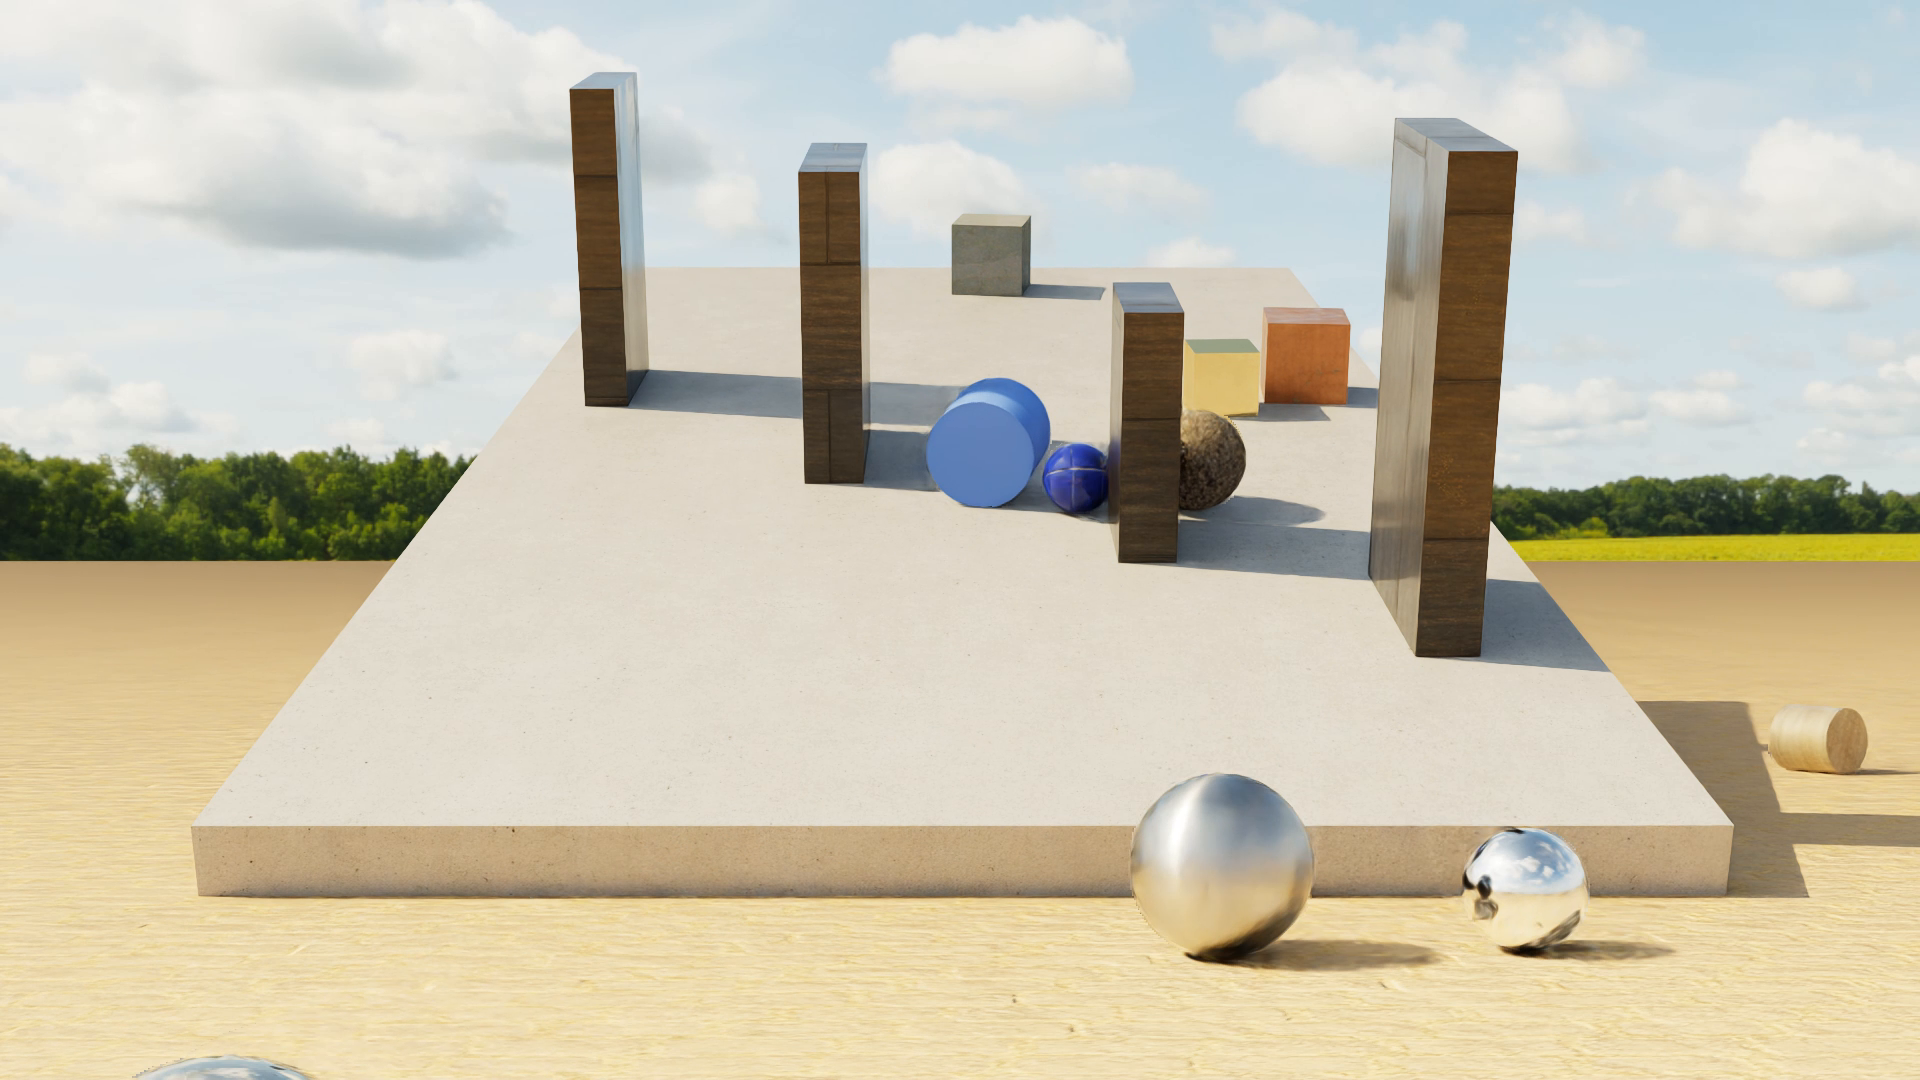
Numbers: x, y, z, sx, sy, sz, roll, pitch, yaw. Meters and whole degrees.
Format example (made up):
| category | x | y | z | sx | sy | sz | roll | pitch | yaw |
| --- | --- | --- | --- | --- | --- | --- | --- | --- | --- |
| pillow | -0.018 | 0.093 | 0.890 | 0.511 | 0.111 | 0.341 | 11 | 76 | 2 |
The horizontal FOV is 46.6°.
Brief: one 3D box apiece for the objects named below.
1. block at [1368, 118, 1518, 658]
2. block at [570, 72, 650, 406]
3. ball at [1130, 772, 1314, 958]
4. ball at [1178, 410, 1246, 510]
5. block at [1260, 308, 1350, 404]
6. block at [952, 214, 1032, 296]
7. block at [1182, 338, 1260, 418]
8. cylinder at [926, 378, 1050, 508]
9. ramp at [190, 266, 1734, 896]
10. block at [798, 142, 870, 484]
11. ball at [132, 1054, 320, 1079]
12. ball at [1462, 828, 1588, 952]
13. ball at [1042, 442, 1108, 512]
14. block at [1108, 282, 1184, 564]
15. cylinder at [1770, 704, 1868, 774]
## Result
| category | x | y | z | sx | sy | sz | roll | pitch | yaw |
| --- | --- | --- | --- | --- | --- | --- | --- | --- | --- |
| block | 0.764 | -0.254 | 3.568 | 0.102 | 0.787 | 0.416 | 0 | 17 | 0 |
| block | -0.800 | -0.696 | 5.110 | 0.097 | 0.708 | 0.374 | 0 | 17 | 0 |
| ball | 0.291 | 0.362 | 2.481 | 0.204 | 0.204 | 0.204 | 0 | 0 | 0 |
| ball | 0.450 | -0.153 | 4.244 | 0.191 | 0.191 | 0.191 | 0 | 0 | 0 |
| block | 0.793 | -0.425 | 5.126 | 0.185 | 0.185 | 0.185 | 1 | 17 | 4 |
| block | 0.090 | -0.813 | 6.343 | 0.199 | 0.199 | 0.199 | 3 | 18 | 9 |
| block | 0.585 | -0.364 | 4.994 | 0.146 | 0.146 | 0.146 | -1 | 17 | -3 |
| cylinder | 0.057 | -0.192 | 4.336 | 0.208 | 0.208 | 0.208 | 0 | 17 | 12 |
| ramp | -0.003 | -0.178 | 4.810 | 2.000 | 0.100 | 4.000 | 0 | 17 | 0 |
| block | -0.251 | -0.471 | 4.544 | 0.117 | 0.618 | 0.433 | 0 | 17 | 0 |
| ball | -0.385 | 0.361 | 1.152 | 0.186 | 0.186 | 0.186 | 0 | 0 | 0 |
| ball | 0.637 | 0.394 | 2.511 | 0.139 | 0.139 | 0.139 | 0 | 0 | 0 |
| ball | 0.224 | -0.118 | 4.227 | 0.134 | 0.134 | 0.134 | 0 | 0 | 0 |
| block | 0.332 | -0.215 | 4.008 | 0.104 | 0.450 | 0.277 | 0 | 17 | 0 |
| cylinder | 1.763 | 0.409 | 4.574 | 0.135 | 0.135 | 0.135 | 0 | 0 | -33 |
